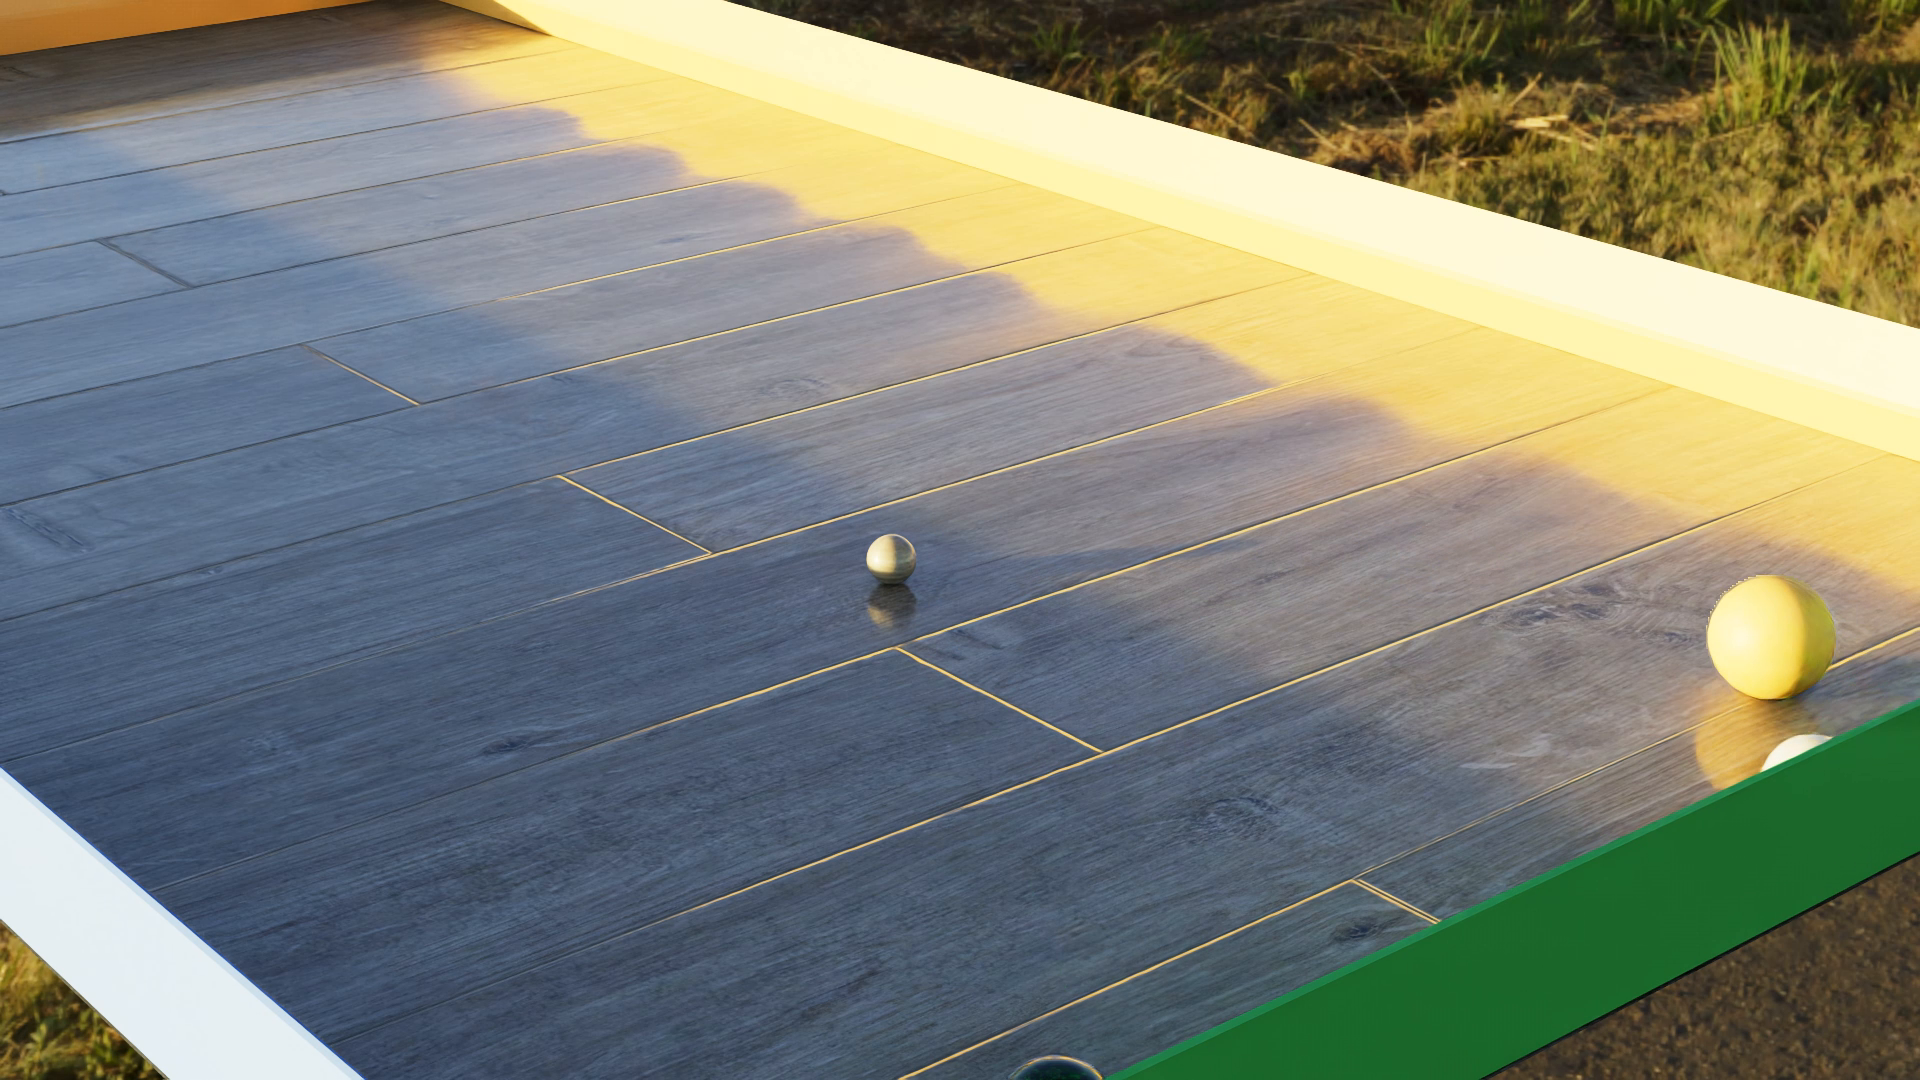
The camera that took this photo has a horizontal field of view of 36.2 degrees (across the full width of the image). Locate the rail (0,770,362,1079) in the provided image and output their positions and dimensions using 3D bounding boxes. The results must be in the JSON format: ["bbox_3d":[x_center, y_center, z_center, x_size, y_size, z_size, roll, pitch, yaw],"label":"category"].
[{"bbox_3d":[-1.163,-0.061,2.548,0.045,0.123,3.225,-17,28,-36],"label":"rail"}]

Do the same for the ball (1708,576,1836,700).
[{"bbox_3d":[0.621,0.075,2.252,0.095,0.095,0.095,0,22,0],"label":"ball"}]

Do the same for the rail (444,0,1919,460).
[{"bbox_3d":[0.137,-0.464,3.541,0.045,0.123,3.225,-17,28,-36],"label":"rail"}]

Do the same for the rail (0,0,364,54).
[{"bbox_3d":[-1.523,-0.723,4.181,1.732,0.123,0.045,-17,28,-36],"label":"rail"}]

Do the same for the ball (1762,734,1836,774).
[{"bbox_3d":[0.594,0.170,2.050,0.070,0.070,0.070,0,22,0],"label":"ball"}]

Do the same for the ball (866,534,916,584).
[{"bbox_3d":[-0.057,0.016,2.467,0.042,0.042,0.042,0,22,0],"label":"ball"}]

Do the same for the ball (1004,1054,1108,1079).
[{"bbox_3d":[0.054,0.328,1.652,0.077,0.077,0.077,0,22,0],"label":"ball"}]

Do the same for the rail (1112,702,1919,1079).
[{"bbox_3d":[0.498,0.198,1.908,1.732,0.123,0.045,-17,28,-36],"label":"rail"}]
